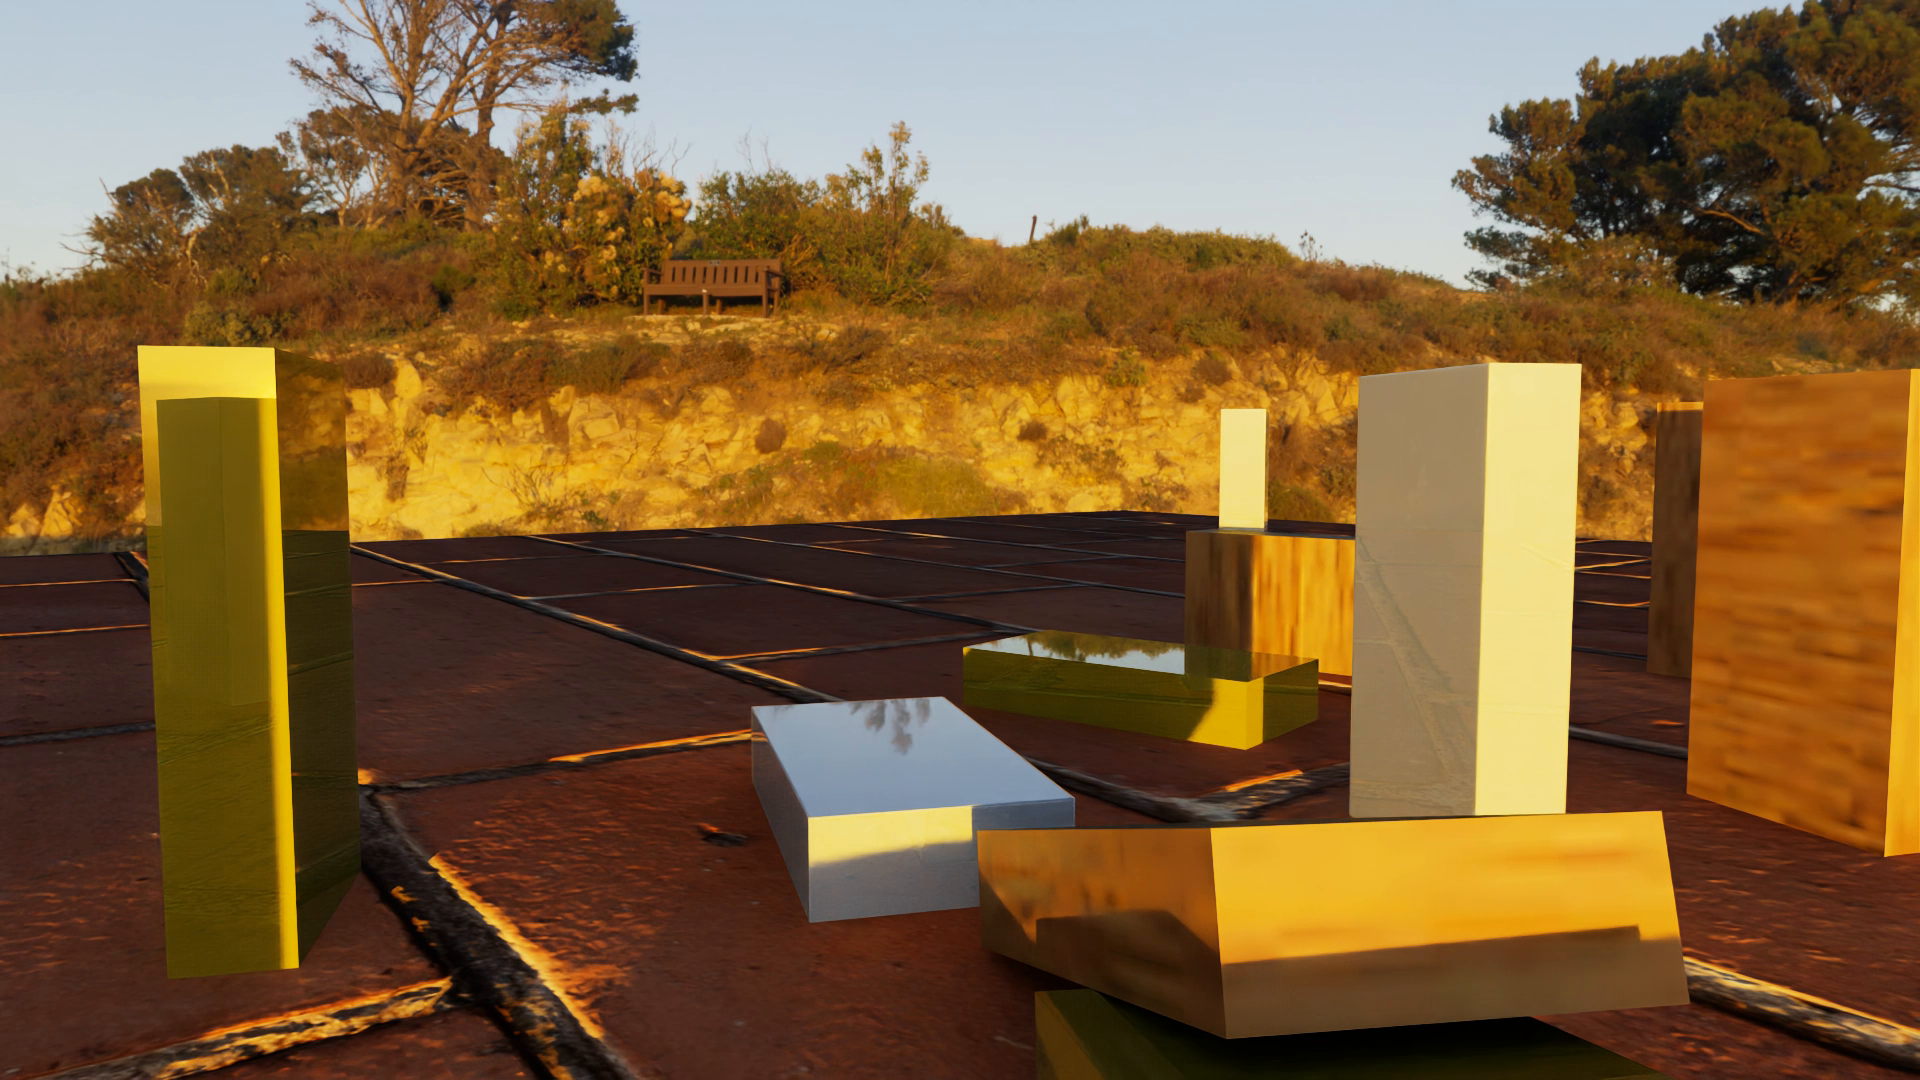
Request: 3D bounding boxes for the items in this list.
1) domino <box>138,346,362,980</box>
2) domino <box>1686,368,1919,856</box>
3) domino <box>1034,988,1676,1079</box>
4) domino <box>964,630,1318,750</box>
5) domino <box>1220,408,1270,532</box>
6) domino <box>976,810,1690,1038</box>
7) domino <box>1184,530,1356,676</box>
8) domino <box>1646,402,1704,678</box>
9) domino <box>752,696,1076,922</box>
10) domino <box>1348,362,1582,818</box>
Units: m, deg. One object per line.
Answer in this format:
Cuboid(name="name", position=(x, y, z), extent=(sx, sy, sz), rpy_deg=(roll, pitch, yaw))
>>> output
Cuboid(name="domino", position=(-0.061, 0.009, 0.113), extent=(0.010, 0.050, 0.025), rpy_deg=(-1, 4, -14))
Cuboid(name="domino", position=(0.097, 0.007, 0.144), extent=(0.009, 0.050, 0.025), rpy_deg=(-1, 4, -16))
Cuboid(name="domino", position=(0.020, 0.029, 0.054), extent=(0.025, 0.009, 0.050), rpy_deg=(-1, -7, -7))
Cuboid(name="domino", position=(0.028, 0.023, 0.204), extent=(0.050, 0.010, 0.025), rpy_deg=(3, 5, 38))
Cuboid(name="domino", position=(0.065, -0.004, 0.291), extent=(0.009, 0.050, 0.025), rpy_deg=(1, 4, 15))
Cuboid(name="domino", position=(0.019, 0.024, 0.087), extent=(0.025, 0.009, 0.050), rpy_deg=(1, -13, -12))
Cuboid(name="domino", position=(0.067, 0.012, 0.245), extent=(0.050, 0.025, 0.009), rpy_deg=(4, 6, 41))
Cuboid(name="domino", position=(0.141, -0.001, 0.242), extent=(0.025, 0.050, 0.010), rpy_deg=(-4, 6, -40))
Cuboid(name="domino", position=(-0.008, 0.027, 0.141), extent=(0.025, 0.009, 0.050), rpy_deg=(-1, 4, -15))
Cuboid(name="domino", position=(0.052, 0.007, 0.134), extent=(0.009, 0.050, 0.025), rpy_deg=(-1, 4, -10))
